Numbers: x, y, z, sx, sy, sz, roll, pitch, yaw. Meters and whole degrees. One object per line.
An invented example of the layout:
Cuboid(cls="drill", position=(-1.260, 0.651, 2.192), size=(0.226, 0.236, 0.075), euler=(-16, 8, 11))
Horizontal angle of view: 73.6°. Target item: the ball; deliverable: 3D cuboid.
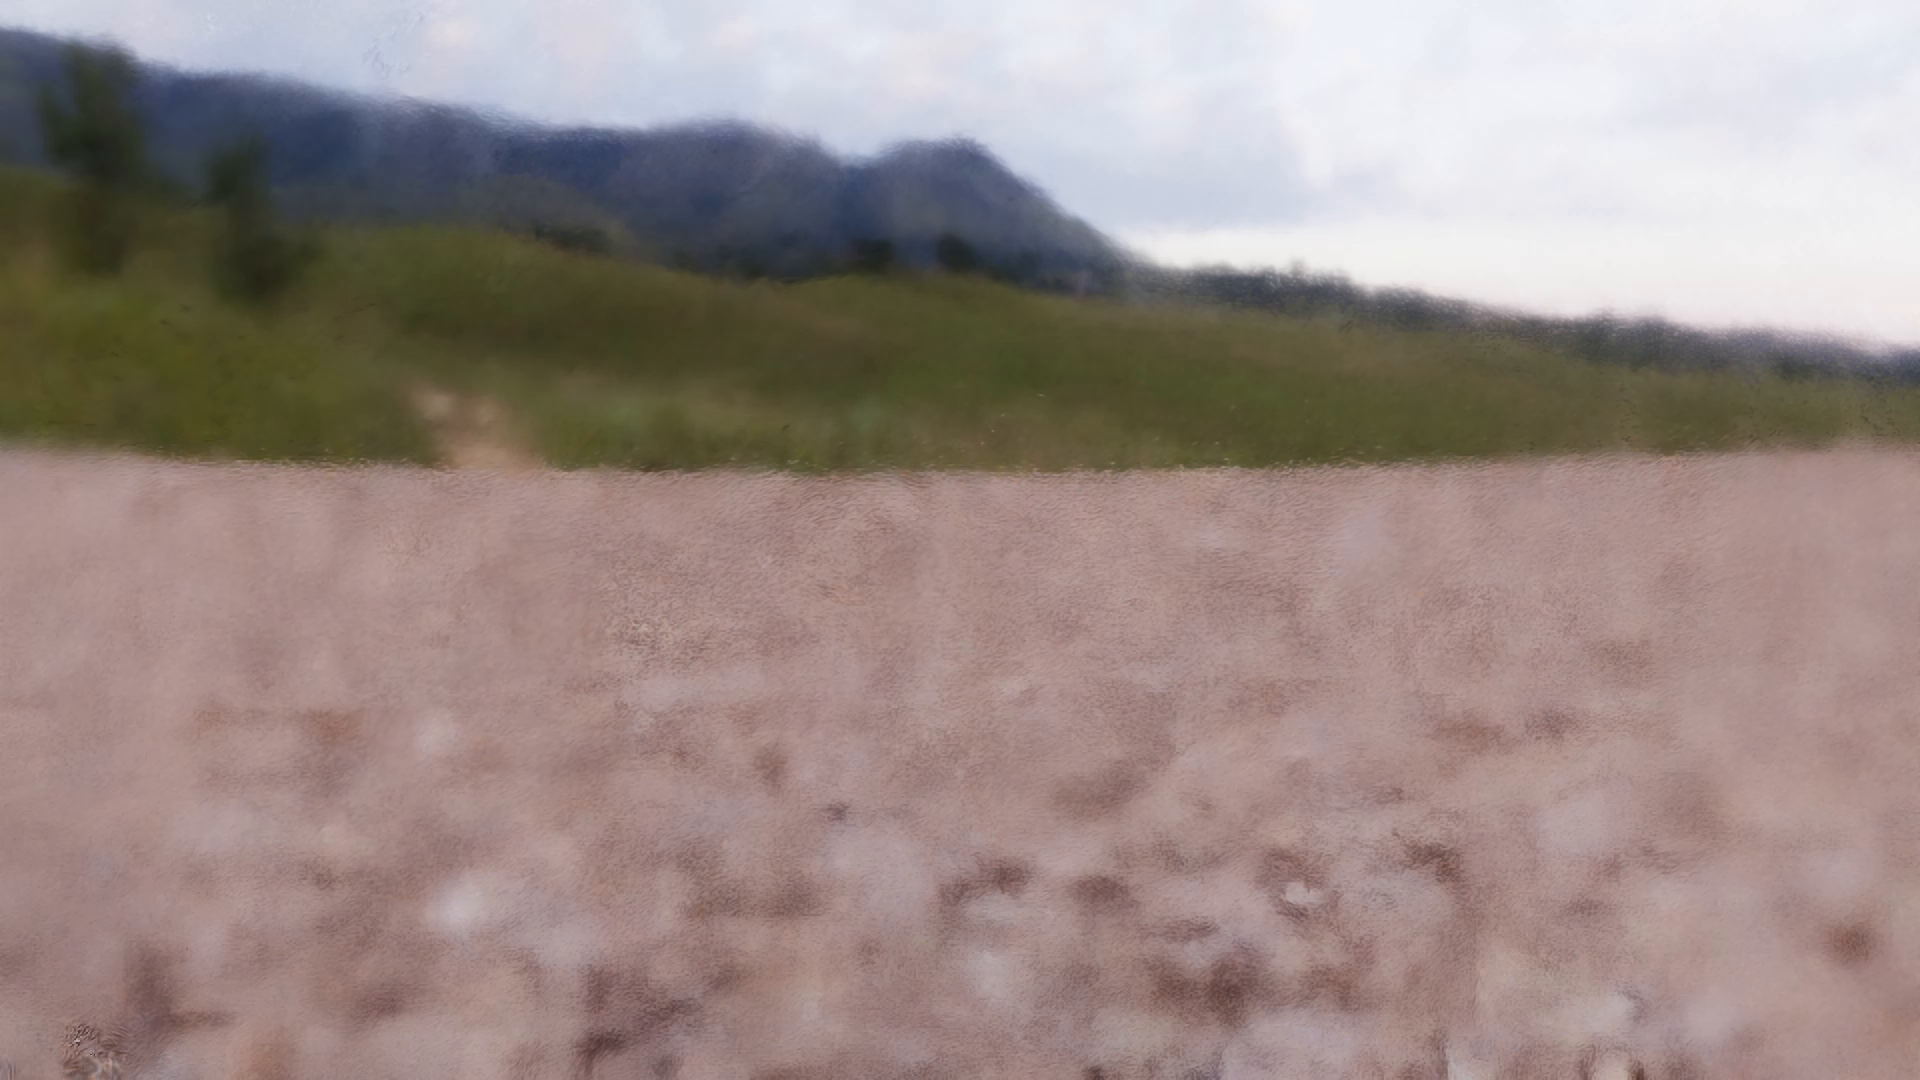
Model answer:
Cuboid(cls="ball", position=(0.003, -0.006, 0.049), size=(0.080, 0.080, 0.080), euler=(0, 4, 0))
